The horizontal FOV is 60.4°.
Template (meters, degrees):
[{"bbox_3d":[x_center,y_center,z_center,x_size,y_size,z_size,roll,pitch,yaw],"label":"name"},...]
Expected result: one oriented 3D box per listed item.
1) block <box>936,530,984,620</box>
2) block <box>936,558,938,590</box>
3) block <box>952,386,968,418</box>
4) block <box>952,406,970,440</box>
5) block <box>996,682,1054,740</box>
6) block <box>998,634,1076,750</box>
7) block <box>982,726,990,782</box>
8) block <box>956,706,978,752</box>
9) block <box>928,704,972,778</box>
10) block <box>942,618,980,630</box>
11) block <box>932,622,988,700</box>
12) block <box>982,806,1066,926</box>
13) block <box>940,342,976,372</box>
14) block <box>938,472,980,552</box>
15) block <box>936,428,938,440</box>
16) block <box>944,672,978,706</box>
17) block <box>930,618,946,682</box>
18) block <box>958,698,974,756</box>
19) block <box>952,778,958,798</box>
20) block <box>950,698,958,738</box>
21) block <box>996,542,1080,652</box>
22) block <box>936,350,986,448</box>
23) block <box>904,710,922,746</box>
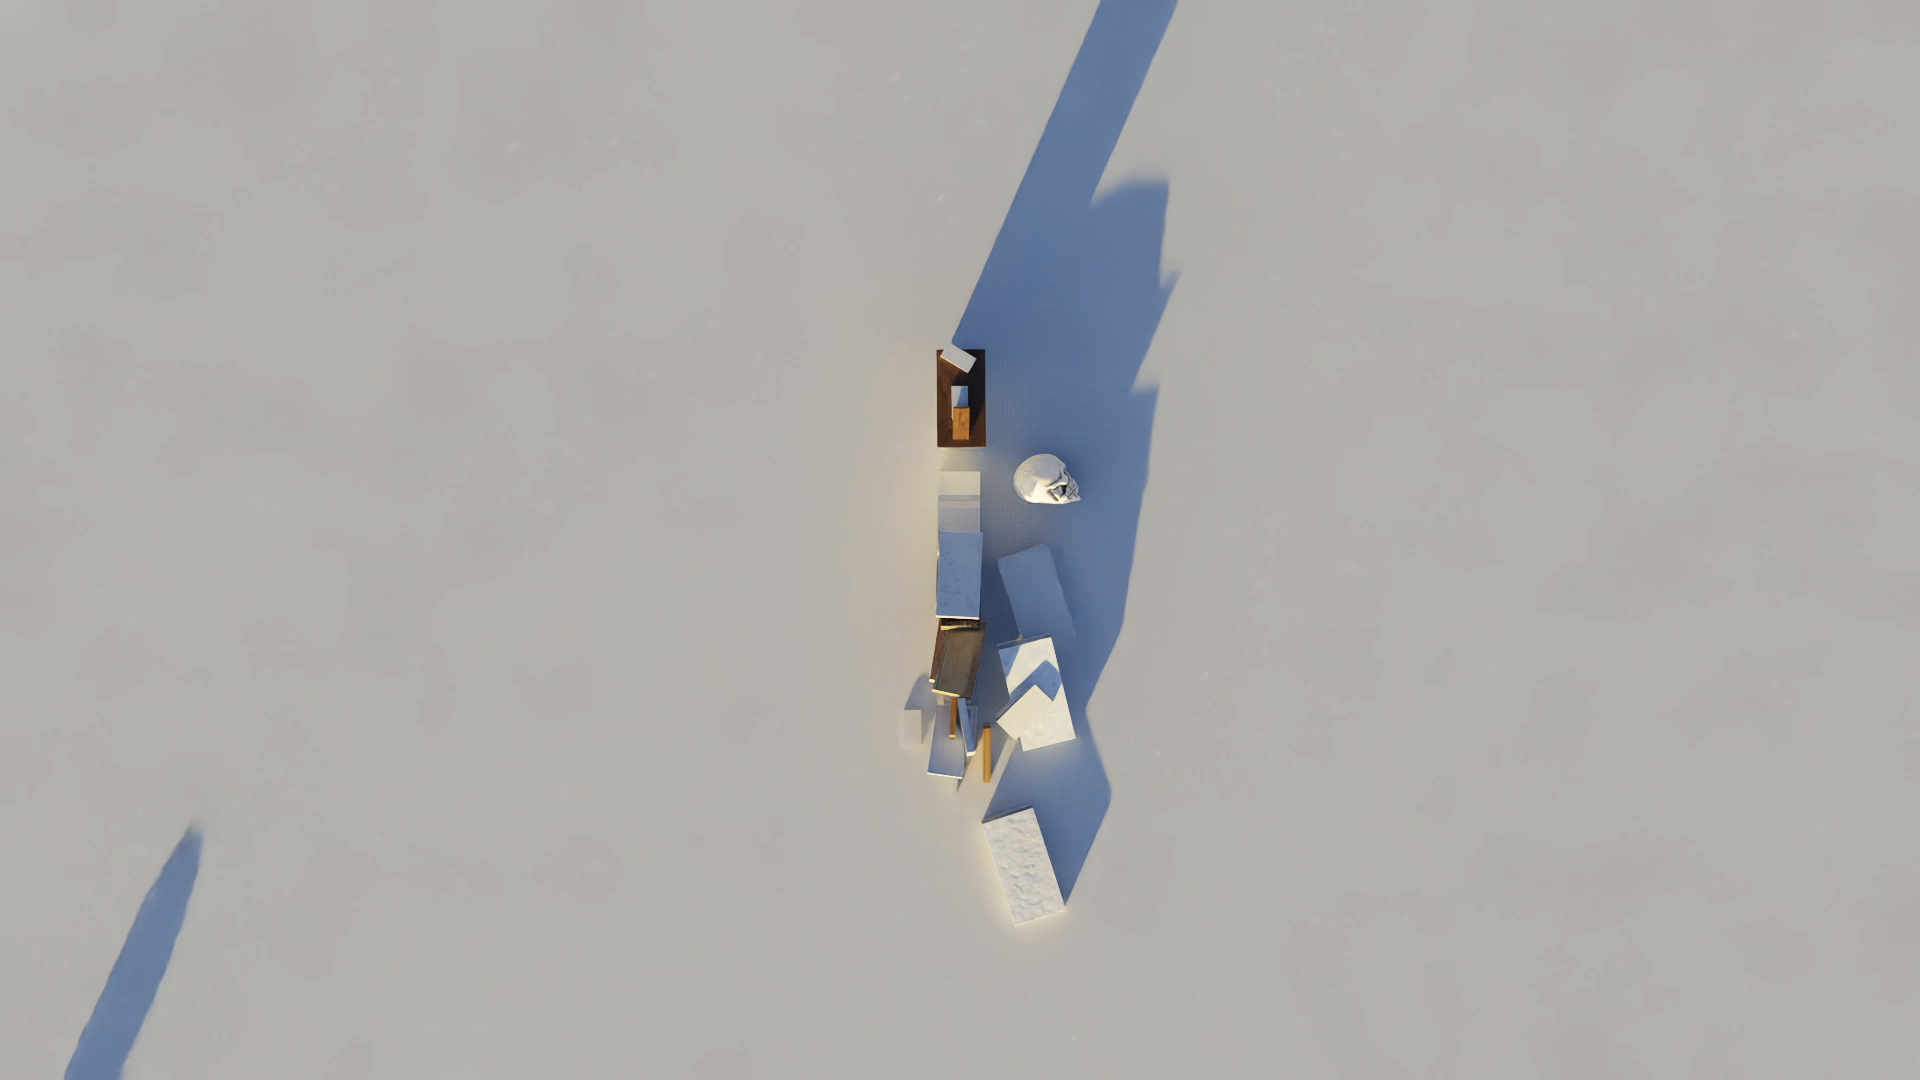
[{"bbox_3d":[-0.002,0.113,5.349,0.140,0.040,0.279,3,80,0],"label":"block"},{"bbox_3d":[-0.006,0.088,5.426,0.139,0.040,0.279,1,66,0],"label":"block"},{"bbox_3d":[0.000,-0.429,5.145,0.050,0.014,0.101,0,90,0],"label":"block"},{"bbox_3d":[0.004,-0.365,5.133,0.050,0.014,0.101,1,103,0],"label":"block"},{"bbox_3d":[0.213,0.562,5.414,0.177,0.025,0.089,-44,99,5],"label":"block"},{"bbox_3d":[0.253,0.503,5.443,0.177,0.050,0.355,-14,100,0],"label":"block"},{"bbox_3d":[0.088,0.708,5.456,0.025,0.089,0.177,0,90,0],"label":"block"},{"bbox_3d":[0.000,0.586,5.454,0.113,0.032,0.226,3,75,1],"label":"block"},{"bbox_3d":[-0.034,0.660,5.401,0.113,0.032,0.226,8,75,2],"label":"block"},{"bbox_3d":[0.003,0.170,5.431,0.128,0.036,0.256,1,66,0],"label":"block"},{"bbox_3d":[0.001,0.383,5.391,0.128,0.036,0.256,12,72,4],"label":"block"},{"bbox_3d":[0.212,1.080,5.475,0.177,0.050,0.355,-18,90,0],"label":"block"},{"bbox_3d":[-0.005,-0.569,5.144,0.101,0.014,0.050,31,90,0],"label":"block"},{"bbox_3d":[-0.003,-0.088,5.441,0.139,0.040,0.279,0,73,0],"label":"block"},{"bbox_3d":[0.004,-0.338,5.347,0.153,0.305,0.043,0,90,0],"label":"block"},{"bbox_3d":[0.004,0.434,5.458,0.113,0.032,0.226,1,76,0],"label":"block"},{"bbox_3d":[-0.017,0.350,5.440,0.128,0.036,0.256,8,72,3],"label":"block"},{"bbox_3d":[0.019,0.607,5.353,0.025,0.089,0.177,-10,76,-3],"label":"block"},{"bbox_3d":[-0.016,0.790,5.470,0.017,0.060,0.120,5,90,0],"label":"block"},{"bbox_3d":[-0.022,0.580,5.374,0.017,0.060,0.120,4,75,1],"label":"block"},{"bbox_3d":[0.259,0.205,5.475,0.177,0.050,0.355,-18,90,0],"label":"block"},{"bbox_3d":[0.004,-0.443,5.173,0.153,0.043,0.305,0,90,0],"label":"block"},{"bbox_3d":[-0.157,0.624,5.492,0.060,0.017,0.120,-1,90,0],"label":"block"}]
